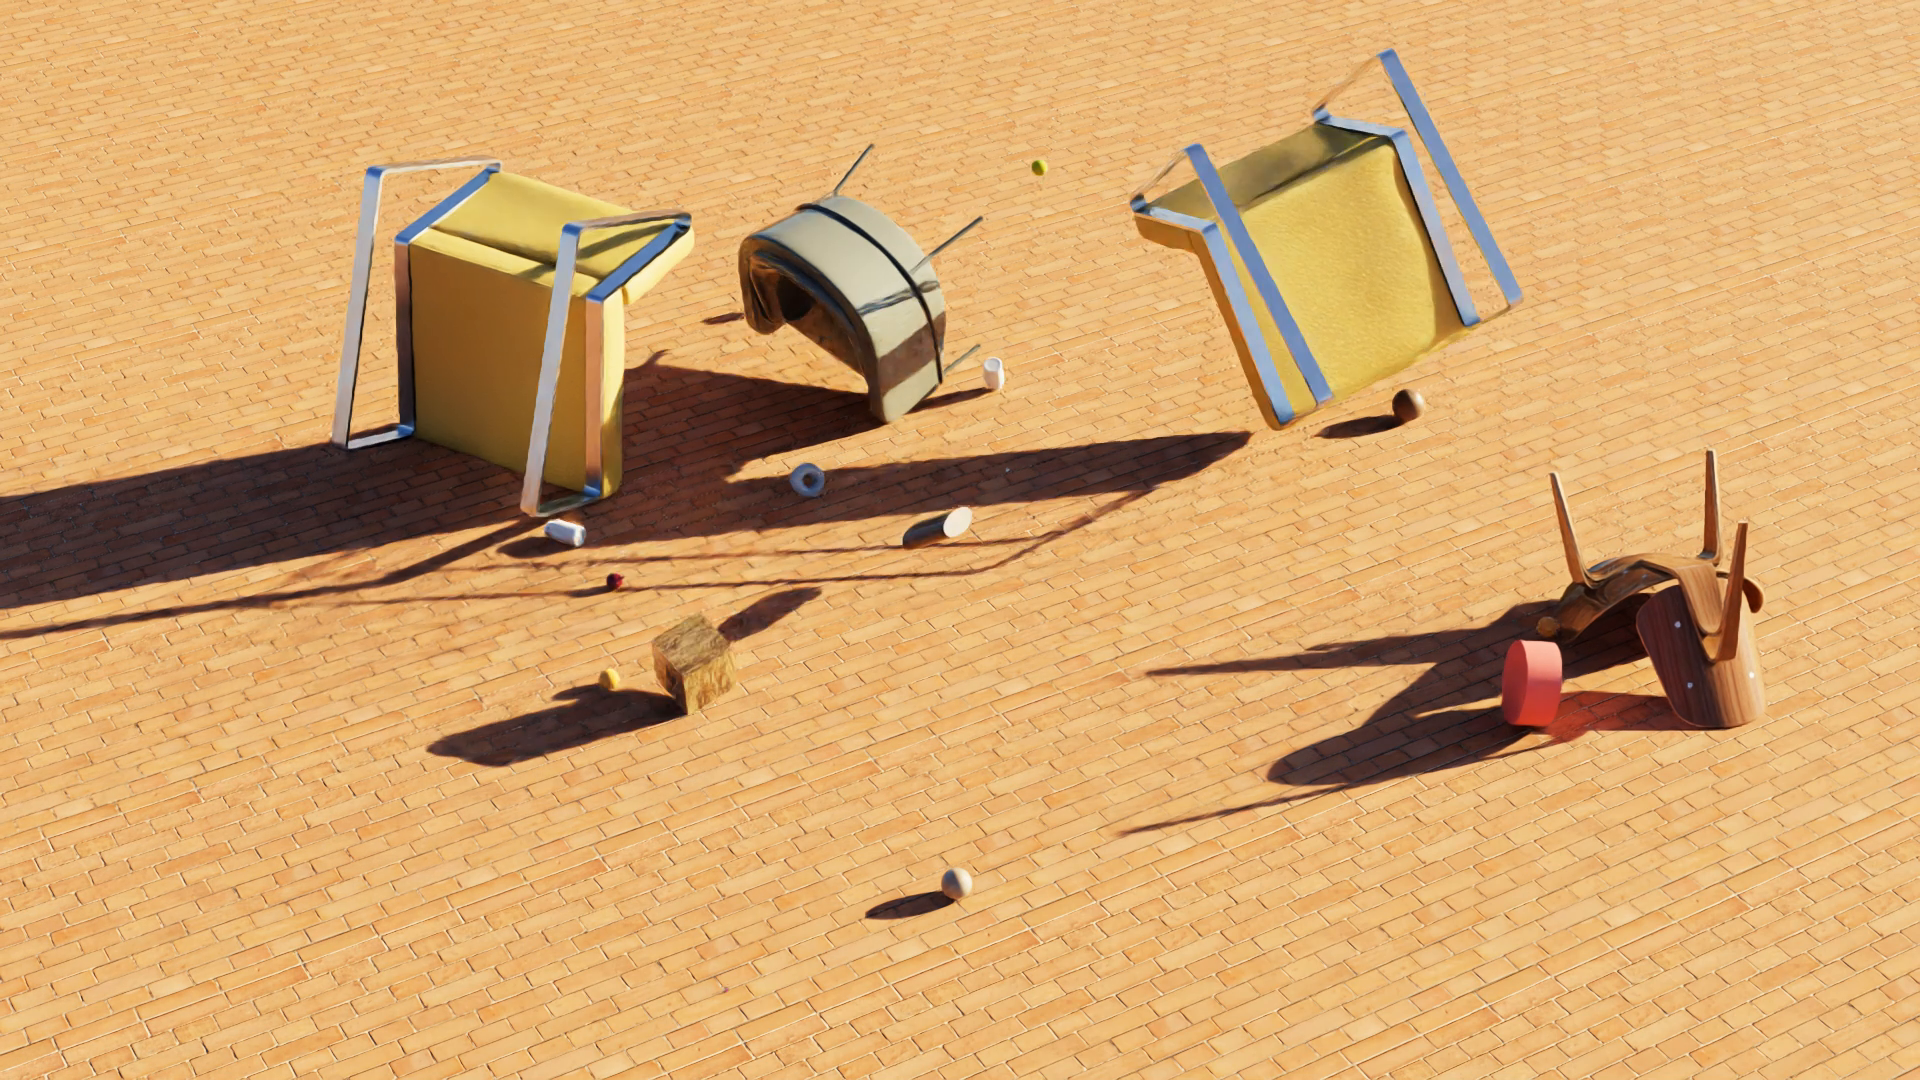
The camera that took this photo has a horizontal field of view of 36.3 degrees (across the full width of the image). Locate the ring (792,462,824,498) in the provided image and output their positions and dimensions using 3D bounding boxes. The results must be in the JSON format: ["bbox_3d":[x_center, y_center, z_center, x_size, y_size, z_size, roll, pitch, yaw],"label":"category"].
[{"bbox_3d":[-0.580,-0.227,11.179,0.135,0.134,0.055,18,-11,-19],"label":"ring"}]

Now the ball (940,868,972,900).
[{"bbox_3d":[-0.011,1.079,9.216,0.100,0.100,0.100,0,33,0],"label":"ball"}]

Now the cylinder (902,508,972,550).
[{"bbox_3d":[-0.083,-0.040,10.598,0.207,0.083,0.184,-18,15,40],"label":"cylinder"}]

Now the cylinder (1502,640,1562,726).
[{"bbox_3d":[1.934,0.485,9.927,0.119,0.298,0.271,4,38,-7],"label":"cylinder"}]

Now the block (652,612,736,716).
[{"bbox_3d":[-0.909,0.422,10.022,0.201,0.230,0.196,-32,60,-22],"label":"block"}]
